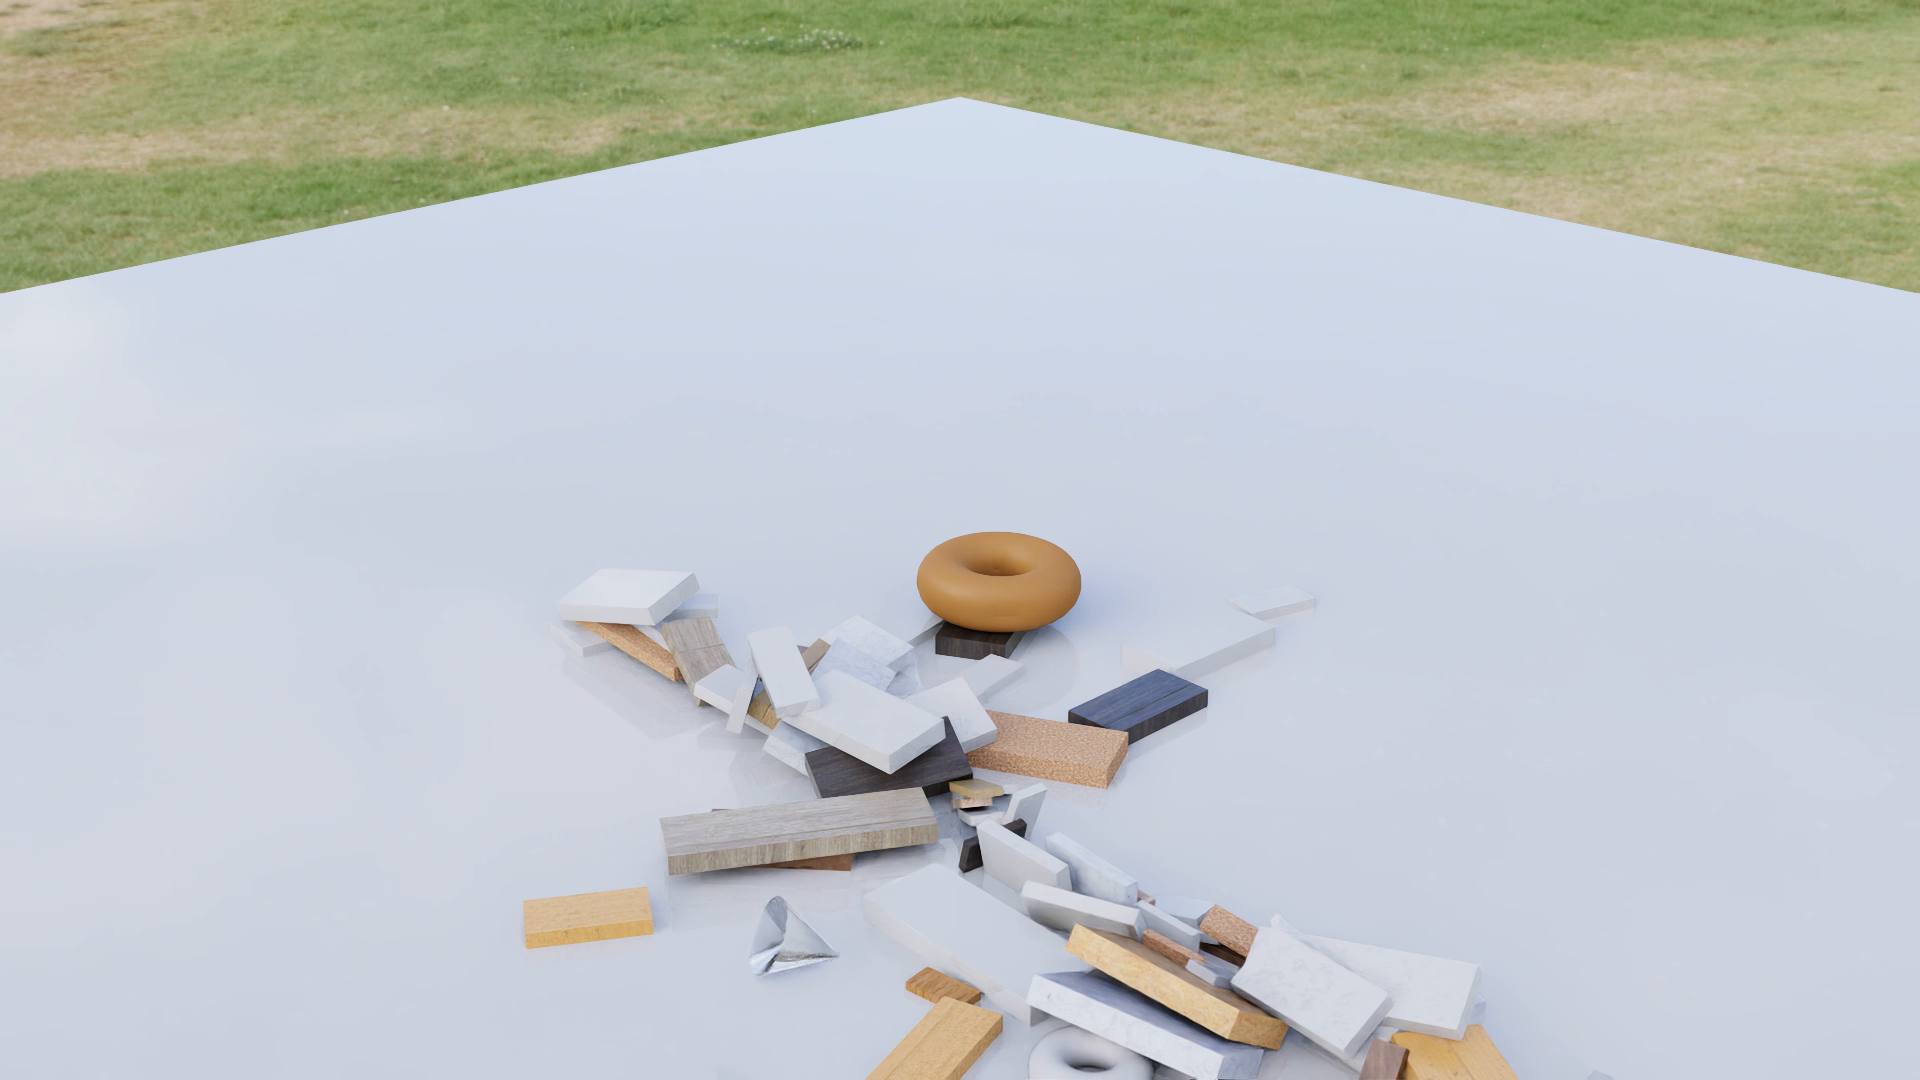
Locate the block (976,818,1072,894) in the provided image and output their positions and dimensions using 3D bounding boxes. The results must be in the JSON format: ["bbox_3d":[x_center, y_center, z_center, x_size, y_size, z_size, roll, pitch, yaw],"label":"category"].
[{"bbox_3d":[0.124,0.620,4.151,0.032,0.112,0.223,-30,36,-31],"label":"block"}]

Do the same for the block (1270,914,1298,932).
[{"bbox_3d":[0.595,0.736,3.951,0.066,0.019,0.146,41,18,-15],"label":"block"}]

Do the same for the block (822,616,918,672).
[{"bbox_3d":[-0.214,0.251,5.091,0.113,0.032,0.226,-33,36,-27],"label":"block"}]

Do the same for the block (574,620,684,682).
[{"bbox_3d":[-0.759,0.217,5.144,0.113,0.032,0.485,-19,29,-37],"label":"block"}]

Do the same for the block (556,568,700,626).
[{"bbox_3d":[-0.776,0.131,5.132,0.326,0.045,0.160,1,31,41],"label":"block"}]

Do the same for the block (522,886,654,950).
[{"bbox_3d":[-0.689,0.699,4.072,0.230,0.033,0.115,-5,23,-11],"label":"block"}]

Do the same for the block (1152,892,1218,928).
[{"bbox_3d":[0.400,0.685,4.068,0.142,0.020,0.071,3,19,41],"label":"block"}]

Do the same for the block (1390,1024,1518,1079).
[{"bbox_3d":[0.838,0.931,3.397,0.155,0.044,0.541,-4,23,-10],"label":"block"}]

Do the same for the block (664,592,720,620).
[{"bbox_3d":[-0.650,0.155,5.136,0.175,0.025,0.087,-2,23,-4],"label":"block"}]

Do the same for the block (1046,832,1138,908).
[{"bbox_3d":[0.243,0.643,4.103,0.032,0.112,0.223,-17,28,-34],"label":"block"}]

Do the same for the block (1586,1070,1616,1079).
[{"bbox_3d":[1.015,0.912,3.407,0.155,0.044,0.310,22,12,26],"label":"block"}]

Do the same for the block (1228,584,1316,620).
[{"bbox_3d":[0.760,0.155,5.361,0.190,0.027,0.095,-12,26,-26],"label":"block"}]

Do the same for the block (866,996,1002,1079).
[{"bbox_3d":[-0.046,0.866,3.677,0.115,0.033,0.291,12,26,26],"label":"block"}]

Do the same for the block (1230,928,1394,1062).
[{"bbox_3d":[0.589,0.760,3.688,0.125,0.035,0.250,-45,42,-19],"label":"block"}]

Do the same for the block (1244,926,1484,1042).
[{"bbox_3d":[0.670,0.745,3.711,0.398,0.035,0.125,4,50,34],"label":"block"}]

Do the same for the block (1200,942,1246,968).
[{"bbox_3d":[0.501,0.742,3.989,0.130,0.018,0.065,19,29,37],"label":"block"}]

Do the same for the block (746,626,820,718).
[{"bbox_3d":[-0.375,0.276,4.647,0.093,0.026,0.314,-12,30,-12],"label":"block"}]

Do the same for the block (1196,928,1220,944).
[{"bbox_3d":[0.434,0.710,4.026,0.130,0.018,0.065,2,18,40],"label":"block"}]

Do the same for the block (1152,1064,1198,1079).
[{"bbox_3d":[0.387,0.893,3.634,0.121,0.017,0.061,16,28,33],"label":"block"}]

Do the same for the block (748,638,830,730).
[{"bbox_3d":[-0.320,0.338,4.824,0.160,0.045,0.320,32,31,9],"label":"block"}]

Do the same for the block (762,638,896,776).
[{"bbox_3d":[-0.275,0.364,4.728,0.155,0.044,0.430,31,31,1],"label":"block"}]

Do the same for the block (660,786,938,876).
[{"bbox_3d":[-0.314,0.564,4.272,0.522,0.042,0.148,-5,24,-13],"label":"block"}]

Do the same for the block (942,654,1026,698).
[{"bbox_3d":[0.054,0.316,4.983,0.095,0.027,0.190,16,28,33],"label":"block"}]

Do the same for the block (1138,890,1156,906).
[{"bbox_3d":[0.303,0.672,4.086,0.020,0.071,0.142,-19,30,-38],"label":"block"}]

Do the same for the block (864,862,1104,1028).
[{"bbox_3d":[0.038,0.726,3.984,0.179,0.051,0.453,-19,30,-38],"label":"block"}]

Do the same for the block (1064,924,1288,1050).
[{"bbox_3d":[0.371,0.764,3.772,0.358,0.051,0.179,22,-2,40],"label":"block"}]

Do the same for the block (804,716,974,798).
[{"bbox_3d":[-0.146,0.468,4.483,0.310,0.044,0.155,-14,50,-15],"label":"block"}]

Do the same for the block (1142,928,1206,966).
[{"bbox_3d":[0.379,0.749,3.912,0.019,0.066,0.131,-21,31,-40],"label":"block"}]

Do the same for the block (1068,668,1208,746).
[{"bbox_3d":[0.393,0.370,4.835,0.295,0.042,0.148,-21,31,-40],"label":"block"}]

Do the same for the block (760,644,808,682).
[{"bbox_3d":[-0.374,0.296,5.028,0.093,0.026,0.185,10,25,22],"label":"block"}]

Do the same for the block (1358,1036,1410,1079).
[{"bbox_3d":[0.679,0.873,3.561,0.061,0.122,0.017,13,-13,38],"label":"block"}]
